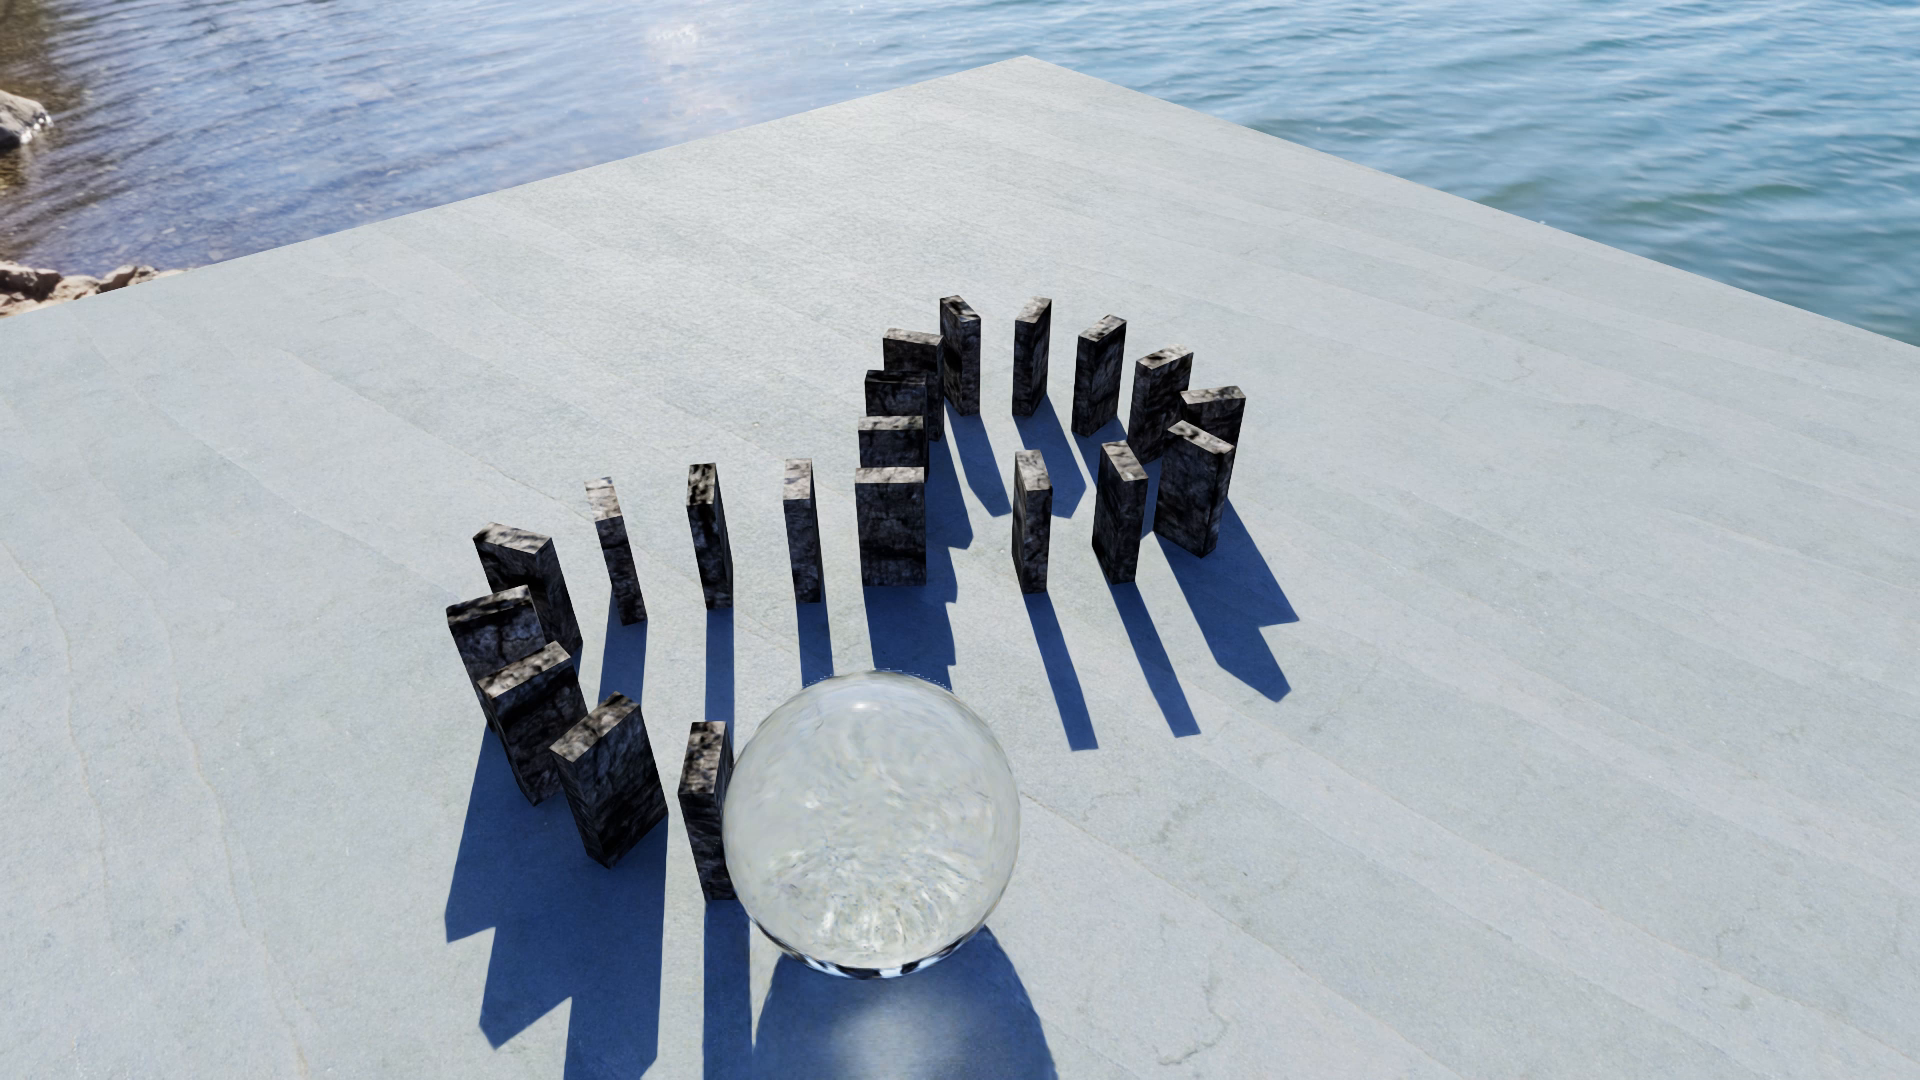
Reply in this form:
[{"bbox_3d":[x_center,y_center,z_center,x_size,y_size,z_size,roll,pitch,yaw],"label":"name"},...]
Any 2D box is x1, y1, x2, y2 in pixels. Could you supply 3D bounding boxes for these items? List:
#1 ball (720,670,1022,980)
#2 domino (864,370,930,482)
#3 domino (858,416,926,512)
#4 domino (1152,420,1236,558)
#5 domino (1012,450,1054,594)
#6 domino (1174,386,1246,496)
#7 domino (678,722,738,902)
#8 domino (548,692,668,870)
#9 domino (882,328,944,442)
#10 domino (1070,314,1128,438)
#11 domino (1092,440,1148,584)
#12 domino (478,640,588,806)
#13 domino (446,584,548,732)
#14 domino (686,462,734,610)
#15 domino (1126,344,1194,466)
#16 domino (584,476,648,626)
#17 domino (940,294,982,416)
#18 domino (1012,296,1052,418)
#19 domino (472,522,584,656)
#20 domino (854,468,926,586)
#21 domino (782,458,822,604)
[{"bbox_3d":[-0.023,0.075,0.296,0.080,0.080,0.080,0,39,0],"label":"ball"},{"bbox_3d":[-0.026,-0.048,0.470,0.025,0.050,0.010,4,39,4],"label":"domino"},{"bbox_3d":[-0.027,-0.026,0.443,0.025,0.050,0.009,-1,39,-1],"label":"domino"},{"bbox_3d":[0.092,-0.020,0.435,0.009,0.050,0.025,-31,48,-32],"label":"domino"},{"bbox_3d":[0.027,-0.007,0.419,0.009,0.050,0.025,-5,40,-6],"label":"domino"},{"bbox_3d":[0.102,-0.039,0.460,0.025,0.050,0.009,-7,40,-9],"label":"domino"},{"bbox_3d":[-0.070,0.078,0.316,0.010,0.050,0.025,-1,39,-1],"label":"domino"},{"bbox_3d":[-0.102,0.071,0.324,0.009,0.050,0.025,22,44,24],"label":"domino"},{"bbox_3d":[-0.021,-0.070,0.496,0.025,0.050,0.010,11,41,13],"label":"domino"},{"bbox_3d":[0.063,-0.075,0.503,0.010,0.050,0.025,27,47,29],"label":"domino"},{"bbox_3d":[0.061,-0.010,0.424,0.010,0.050,0.025,-9,40,-10],"label":"domino"},{"bbox_3d":[-0.129,0.058,0.341,0.025,0.050,0.010,-31,48,-32],"label":"domino"},{"bbox_3d":[-0.149,0.040,0.363,0.025,0.050,0.009,-17,42,-19],"label":"domino"},{"bbox_3d":[-0.093,-0.001,0.413,0.010,0.050,0.025,-5,40,-6],"label":"domino"},{"bbox_3d":[0.087,-0.059,0.484,0.025,0.050,0.009,-25,46,-28],"label":"domino"},{"bbox_3d":[-0.127,0.005,0.406,0.009,0.050,0.025,-15,42,-18],"label":"domino"},{"bbox_3d":[0.000,-0.086,0.517,0.010,0.050,0.025,-16,42,-19],"label":"domino"},{"bbox_3d":[0.034,-0.086,0.516,0.009,0.050,0.025,14,41,16],"label":"domino"},{"bbox_3d":[-0.152,0.018,0.389,0.025,0.050,0.009,13,41,15],"label":"domino"},{"bbox_3d":[-0.026,-0.004,0.417,0.025,0.050,0.009,-1,39,-1],"label":"domino"},{"bbox_3d":[-0.059,-0.003,0.415,0.009,0.050,0.025,-3,39,-3],"label":"domino"}]
